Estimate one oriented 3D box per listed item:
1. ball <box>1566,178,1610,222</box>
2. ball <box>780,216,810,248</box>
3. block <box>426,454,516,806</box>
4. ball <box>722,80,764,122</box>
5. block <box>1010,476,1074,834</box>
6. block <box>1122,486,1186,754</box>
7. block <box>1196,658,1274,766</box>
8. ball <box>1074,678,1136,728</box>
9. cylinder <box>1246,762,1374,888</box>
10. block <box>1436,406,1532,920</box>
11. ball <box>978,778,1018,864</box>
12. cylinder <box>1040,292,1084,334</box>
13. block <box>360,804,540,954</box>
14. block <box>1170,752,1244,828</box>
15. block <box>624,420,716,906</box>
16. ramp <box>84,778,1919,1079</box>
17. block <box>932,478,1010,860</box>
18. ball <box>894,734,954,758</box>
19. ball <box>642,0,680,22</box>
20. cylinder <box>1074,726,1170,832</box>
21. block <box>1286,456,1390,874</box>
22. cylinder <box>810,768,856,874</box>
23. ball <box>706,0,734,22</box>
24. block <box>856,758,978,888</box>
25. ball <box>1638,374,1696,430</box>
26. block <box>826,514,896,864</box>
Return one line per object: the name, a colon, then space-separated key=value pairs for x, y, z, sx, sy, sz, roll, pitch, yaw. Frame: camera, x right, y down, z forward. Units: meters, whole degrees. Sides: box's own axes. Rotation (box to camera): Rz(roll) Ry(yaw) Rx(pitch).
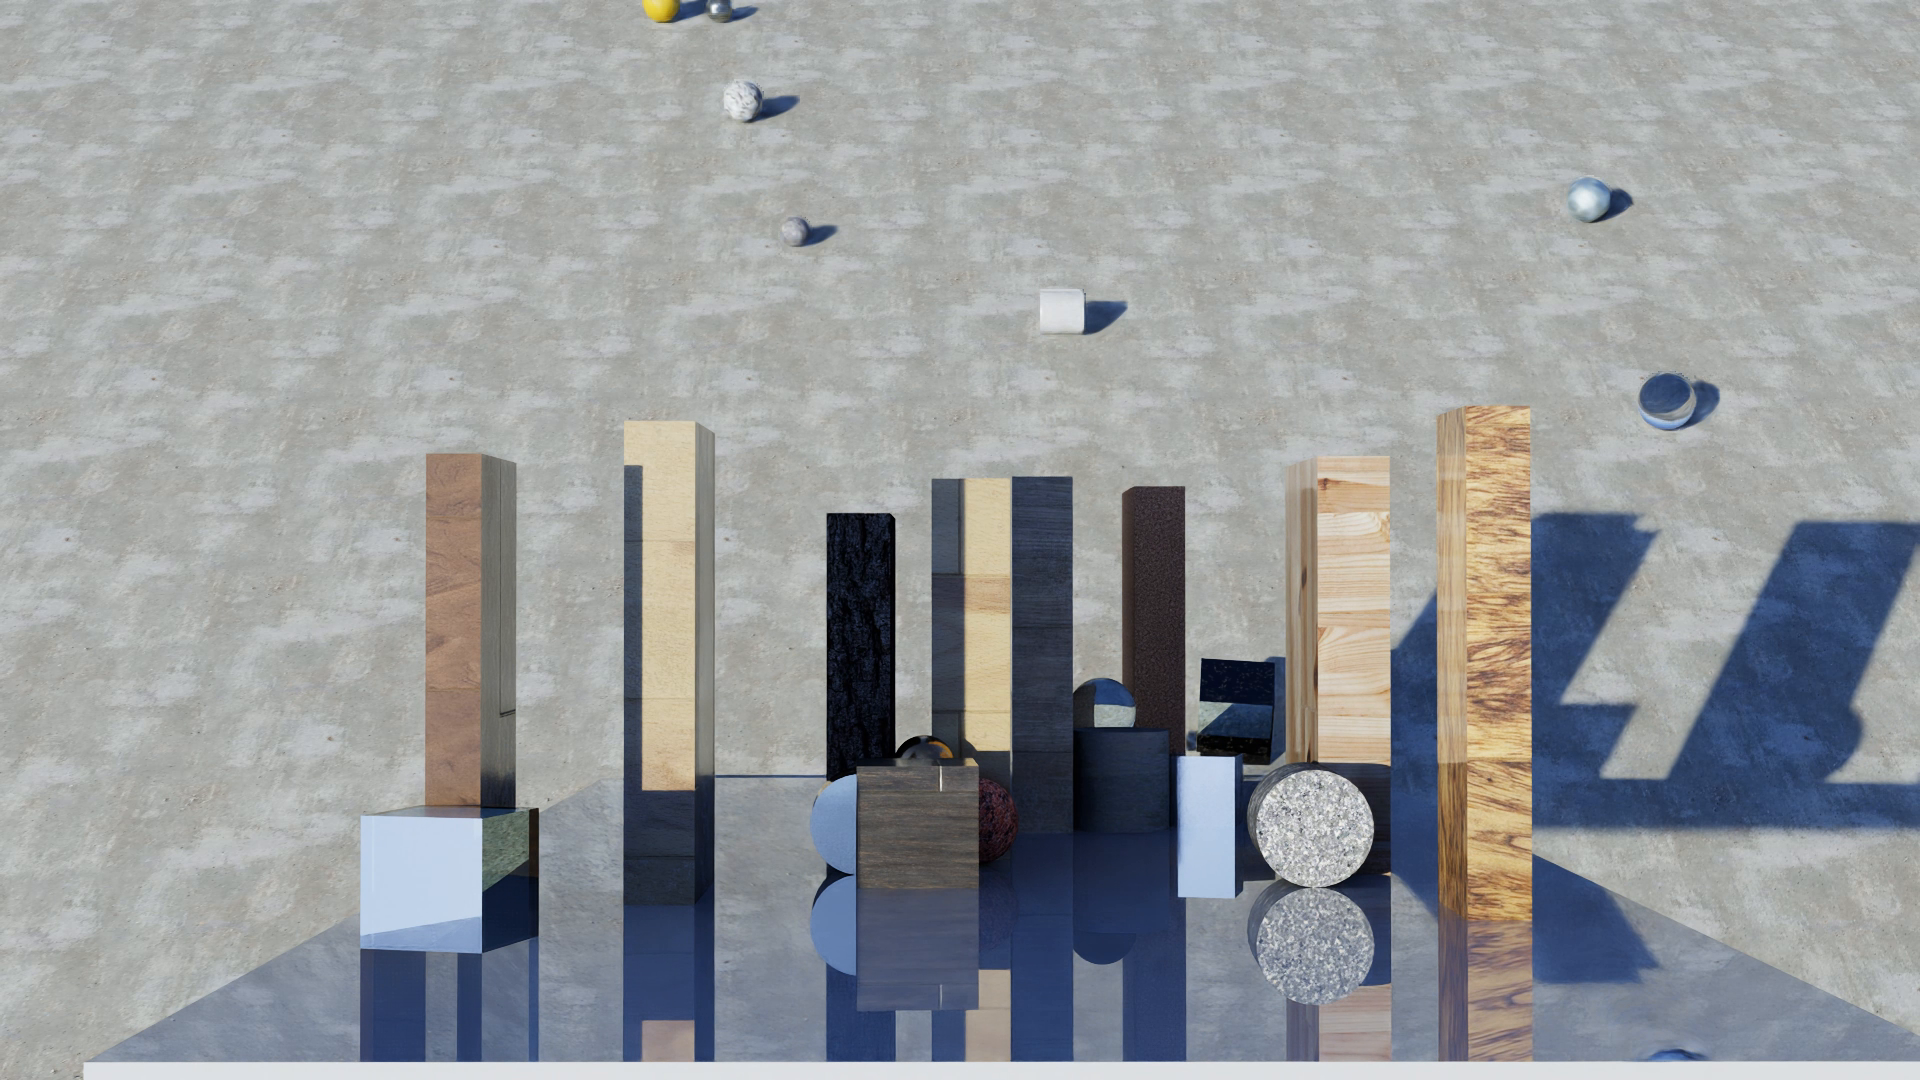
ball: x=2.347 y=-1.271 z=9.693 sx=0.165 sy=0.165 sz=0.165 roll=0 pitch=33 yaw=0
ball: x=-0.606 y=-1.131 z=9.524 sx=0.112 sy=0.112 sz=0.112 roll=0 pitch=33 yaw=0
block: x=-0.739 y=0.224 z=3.929 sx=0.081 sy=0.696 sz=0.301 roll=0 pitch=-1 yaw=0
ball: x=-0.877 y=-1.773 z=10.478 sx=0.163 sy=0.163 sz=0.163 roll=0 pitch=33 yaw=0
block: x=0.167 y=0.235 z=5.415 sx=0.123 sy=0.723 sz=0.329 roll=0 pitch=-1 yaw=0
block: x=0.428 y=0.245 z=5.762 sx=0.109 sy=0.714 sz=0.427 roll=0 pitch=-1 yaw=0
block: x=0.739 y=0.461 z=6.960 sx=0.197 sy=0.197 sz=0.197 roll=3 pitch=33 yaw=5
ball: x=0.302 y=0.366 z=5.530 sx=0.147 sy=0.147 sz=0.147 roll=0 pitch=33 yaw=0
cylinder: x=0.594 y=0.482 z=4.413 sx=0.195 sy=0.195 sz=0.195 roll=1 pitch=-1 yaw=2
block: x=0.810 y=0.186 z=4.019 sx=0.096 sy=0.774 sz=0.242 roll=0 pitch=-1 yaw=0
ball: x=0.027 y=0.506 z=4.664 sx=0.157 sy=0.157 sz=0.157 roll=0 pitch=33 yaw=0
cylinder: x=0.349 y=-0.783 z=8.946 sx=0.146 sy=0.146 sz=0.146 roll=0 pitch=33 yaw=-1
block: x=-0.718 y=0.476 z=3.662 sx=0.184 sy=0.184 sz=0.184 roll=0 pitch=-1 yaw=16
block: x=0.514 y=0.524 z=5.456 sx=0.146 sy=0.146 sz=0.146 roll=0 pitch=-1 yaw=13
block: x=-0.474 y=0.196 z=4.255 sx=0.112 sy=0.762 sz=0.337 roll=0 pitch=-1 yaw=0
ramp: x=0.072 y=0.635 z=4.741 sx=2.000 sy=0.100 sz=4.000 roll=0 pitch=-1 yaw=0
block: x=0.020 y=0.239 z=4.899 sx=0.144 sy=0.698 sz=0.304 roll=0 pitch=-1 yaw=0
ball: x=-0.065 y=0.409 z=4.688 sx=0.114 sy=0.114 sz=0.114 roll=0 pitch=33 yaw=0
ball: x=-1.312 y=-2.360 z=11.393 sx=0.164 sy=0.164 sz=0.164 roll=0 pitch=33 yaw=0
cylinder: x=0.331 y=0.494 z=5.361 sx=0.203 sy=0.203 sz=0.203 roll=0 pitch=-1 yaw=0
block: x=0.686 y=0.221 z=4.738 sx=0.126 sy=0.728 sz=0.448 roll=0 pitch=-1 yaw=0
cylinder: x=-0.176 y=0.496 z=4.592 sx=0.175 sy=0.175 sz=0.175 roll=-1 pitch=-1 yaw=-2
ball: x=-1.057 y=-2.334 z=11.394 sx=0.119 sy=0.119 sz=0.119 roll=0 pitch=33 yaw=0
block: x=-0.075 y=0.479 z=4.407 sx=0.202 sy=0.202 sz=0.202 roll=0 pitch=-1 yaw=-3
ball: x=2.286 y=-0.448 z=8.390 sx=0.183 sy=0.183 sz=0.183 roll=0 pitch=33 yaw=0
block: x=-0.184 y=0.271 z=4.893 sx=0.115 sy=0.633 sz=0.416 roll=0 pitch=-1 yaw=0
